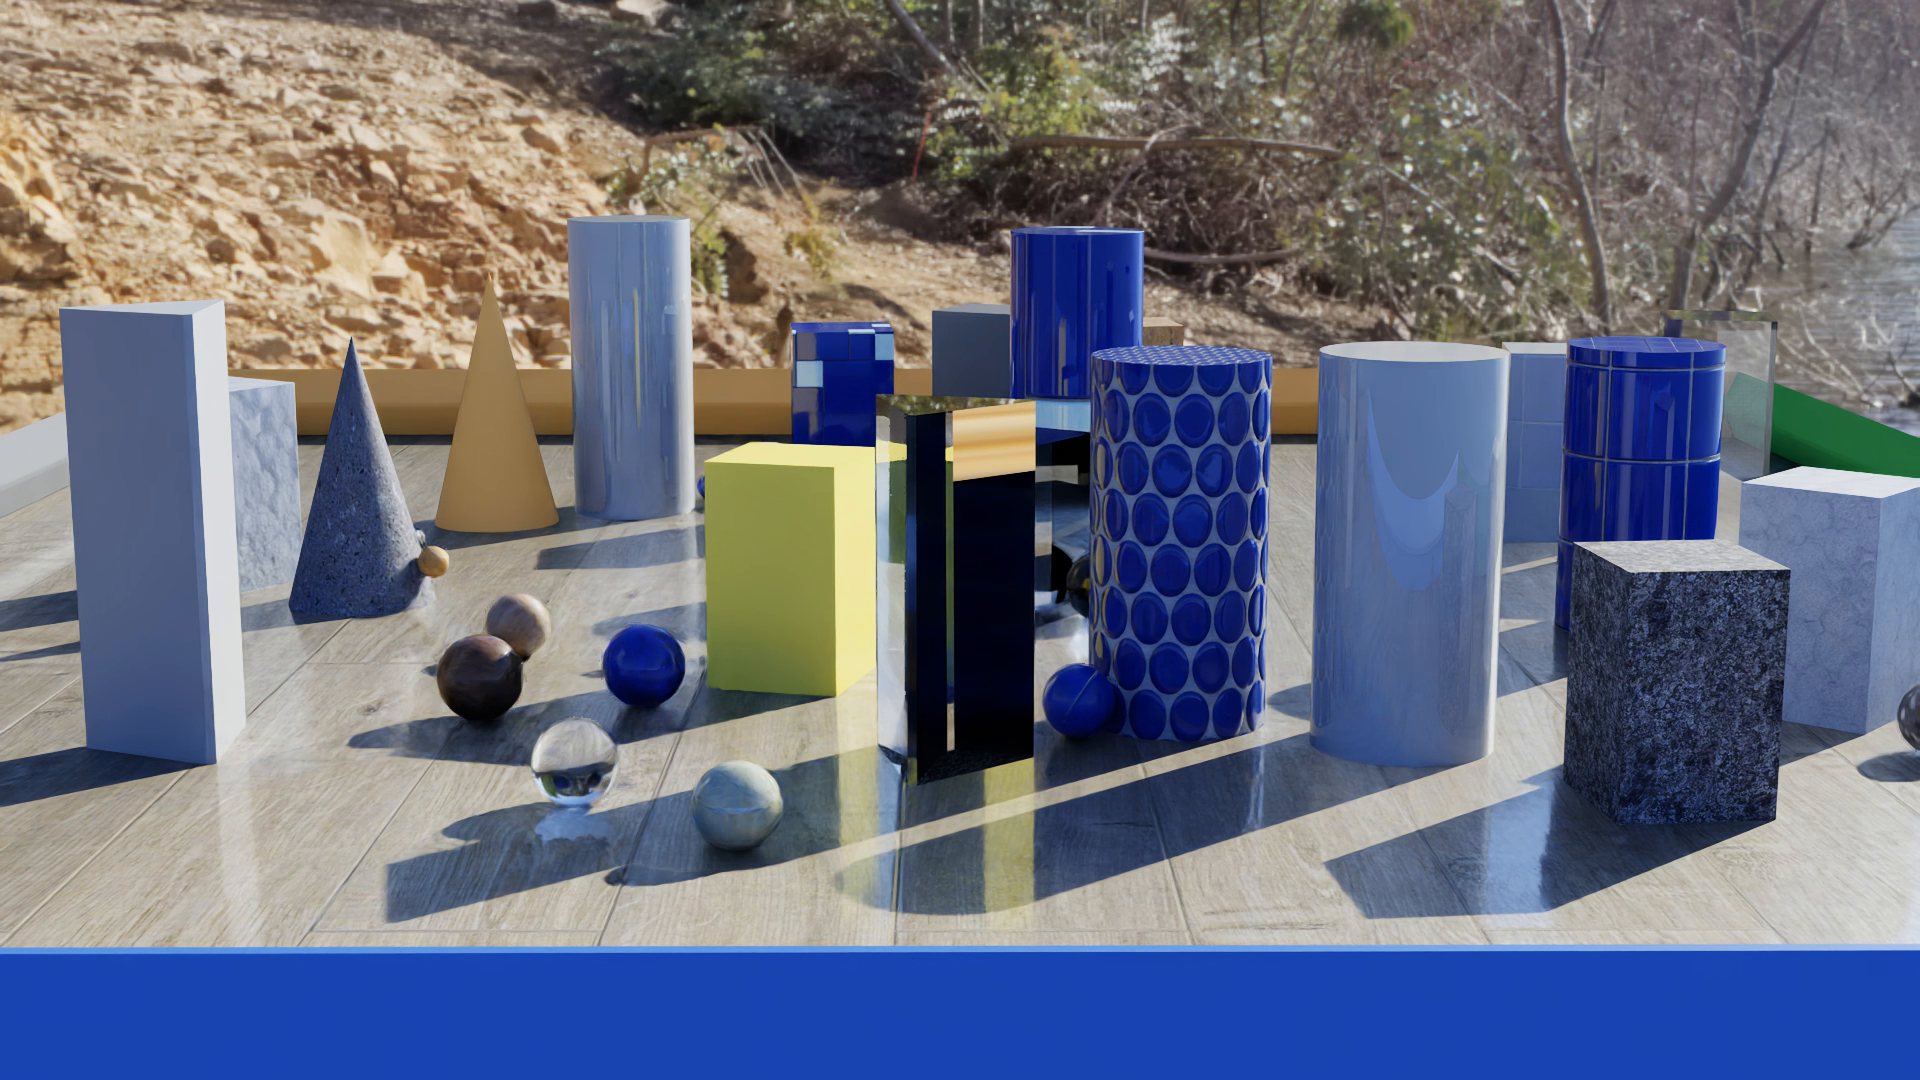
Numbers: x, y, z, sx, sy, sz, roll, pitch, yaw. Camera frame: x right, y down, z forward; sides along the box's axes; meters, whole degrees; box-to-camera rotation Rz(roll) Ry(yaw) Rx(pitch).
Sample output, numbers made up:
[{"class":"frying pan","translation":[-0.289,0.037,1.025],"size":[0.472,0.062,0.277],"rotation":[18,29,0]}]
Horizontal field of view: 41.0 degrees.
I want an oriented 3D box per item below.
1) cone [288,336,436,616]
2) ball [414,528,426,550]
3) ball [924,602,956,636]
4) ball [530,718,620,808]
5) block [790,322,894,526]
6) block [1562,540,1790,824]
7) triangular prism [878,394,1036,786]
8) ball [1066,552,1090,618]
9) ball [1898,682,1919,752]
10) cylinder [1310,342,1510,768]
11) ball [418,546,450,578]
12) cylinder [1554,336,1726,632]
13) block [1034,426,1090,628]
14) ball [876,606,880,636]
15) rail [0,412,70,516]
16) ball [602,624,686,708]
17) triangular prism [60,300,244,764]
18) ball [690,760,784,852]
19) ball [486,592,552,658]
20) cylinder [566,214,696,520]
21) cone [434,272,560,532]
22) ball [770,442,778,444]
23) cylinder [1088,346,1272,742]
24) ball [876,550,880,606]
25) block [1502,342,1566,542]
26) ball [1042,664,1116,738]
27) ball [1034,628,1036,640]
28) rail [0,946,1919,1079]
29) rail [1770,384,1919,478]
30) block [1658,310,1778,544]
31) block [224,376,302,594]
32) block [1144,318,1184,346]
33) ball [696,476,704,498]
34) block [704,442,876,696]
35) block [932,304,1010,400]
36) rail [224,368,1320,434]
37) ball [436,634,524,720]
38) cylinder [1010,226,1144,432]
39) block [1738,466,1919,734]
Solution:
[{"class":"cone","translation":[-0.823,-0.097,3.502],"size":[0.199,0.368,0.199],"rotation":[0,10,0]},{"class":"ball","translation":[-0.827,0.001,3.876],"size":[0.041,0.041,0.041],"rotation":[0,10,0]},{"class":"ball","translation":[-0.027,0.103,3.319],"size":[0.043,0.043,0.043],"rotation":[0,10,0]},{"class":"ball","translation":[-0.383,0.222,2.550],"size":[0.088,0.088,0.088],"rotation":[0,10,0]},{"class":"block","translation":[-0.191,-0.189,4.155],"size":[0.160,0.312,0.160],"rotation":[-1,11,-5]},{"class":"block","translation":[0.710,0.138,2.557],"size":[0.160,0.250,0.160],"rotation":[-1,11,-6]},{"class":"triangular prism","translation":[-0.036,0.043,2.706],"size":[0.173,0.383,0.150],"rotation":[-9,14,-42]},{"class":"ball","translation":[0.187,0.061,3.404],"size":[0.094,0.094,0.094],"rotation":[0,10,0]},{"class":"ball","translation":[1.045,0.189,2.738],"size":[0.083,0.083,0.083],"rotation":[0,10,0]},{"class":"cylinder","translation":[0.481,0.010,2.758],"size":[0.199,0.428,0.199],"rotation":[0,10,0]},{"class":"ball","translation":[-0.719,0.030,3.505],"size":[0.043,0.043,0.043],"rotation":[0,10,0]},{"class":"cylinder","translation":[0.885,-0.070,3.343],"size":[0.199,0.372,0.199],"rotation":[0,10,0]},{"class":"block","translation":[0.071,-0.022,3.444],"size":[0.160,0.241,0.160],"rotation":[7,13,34]},{"class":"ball","translation":[-0.116,0.104,3.308],"size":[0.044,0.044,0.044],"rotation":[0,10,0]},{"class":"rail","translation":[-1.539,0.035,3.440],"size":[0.045,0.130,3.414],"rotation":[0,10,0]},{"class":"ball","translation":[-0.363,0.144,2.947],"size":[0.096,0.096,0.096],"rotation":[0,10,0]},{"class":"triangular prism","translation":[-0.836,-0.016,2.768],"size":[0.173,0.476,0.150],"rotation":[5,12,25]},{"class":"ball","translation":[-0.209,0.249,2.406],"size":[0.086,0.086,0.086],"rotation":[0,10,0]},{"class":"ball","translation":[-0.551,0.106,3.199],"size":[0.081,0.081,0.081],"rotation":[0,10,0]},{"class":"cylinder","translation":[-0.540,-0.288,4.226],"size":[0.199,0.481,0.199],"rotation":[0,10,0]},{"class":"cone","translation":[-0.749,-0.229,4.116],"size":[0.199,0.404,0.199],"rotation":[0,10,0]},{"class":"ball","translation":[-0.315,-0.115,4.336],"size":[0.100,0.100,0.100],"rotation":[0,10,0]},{"class":"cylinder","translation":[0.244,-0.001,2.862],"size":[0.199,0.412,0.199],"rotation":[0,10,0]},{"class":"ball","translation":[-0.119,0.051,3.495],"size":[0.079,0.079,0.079],"rotation":[0,10,0]},{"class":"block","translation":[0.932,-0.155,4.023],"size":[0.160,0.293,0.160],"rotation":[1,11,7]},{"class":"ball","translation":[0.130,0.177,2.813],"size":[0.080,0.080,0.080],"rotation":[0,10,0]},{"class":"ball","translation":[0.046,0.114,3.123],"size":[0.092,0.092,0.092],"rotation":[0,10,0]},{"class":"rail","translation":[0.010,0.339,1.794],"size":[3.125,0.130,0.045],"rotation":[0,10,0]},{"class":"rail","translation":[1.539,0.032,3.457],"size":[0.045,0.130,3.414],"rotation":[0,10,0]},{"class":"block","translation":[1.133,-0.159,3.868],"size":[0.160,0.358,0.160],"rotation":[2,11,13]},{"class":"block","translation":[-1.053,-0.079,3.634],"size":[0.160,0.285,0.160],"rotation":[7,12,32]},{"class":"block","translation":[0.297,-0.246,4.546],"size":[0.160,0.281,0.160],"rotation":[-2,11,-9]},{"class":"ball","translation":[-0.426,-0.091,4.363],"size":[0.043,0.043,0.043],"rotation":[0,10,0]},{"class":"block","translation":[-0.201,0.032,3.071],"size":[0.160,0.272,0.160],"rotation":[3,11,15]},{"class":"block","translation":[0.058,-0.265,4.601],"size":[0.160,0.299,0.160],"rotation":[5,12,26]},{"class":"rail","translation":[-0.010,-0.273,5.104],"size":[3.125,0.130,0.045],"rotation":[0,10,0]},{"class":"ball","translation":[-0.539,0.155,2.886],"size":[0.098,0.098,0.098],"rotation":[0,10,0]},{"class":"cylinder","translation":[0.174,-0.222,3.857],"size":[0.199,0.485,0.199],"rotation":[0,10,0]},{"class":"block","translation":[0.992,0.064,2.916],"size":[0.160,0.265,0.160],"rotation":[9,14,41]}]
